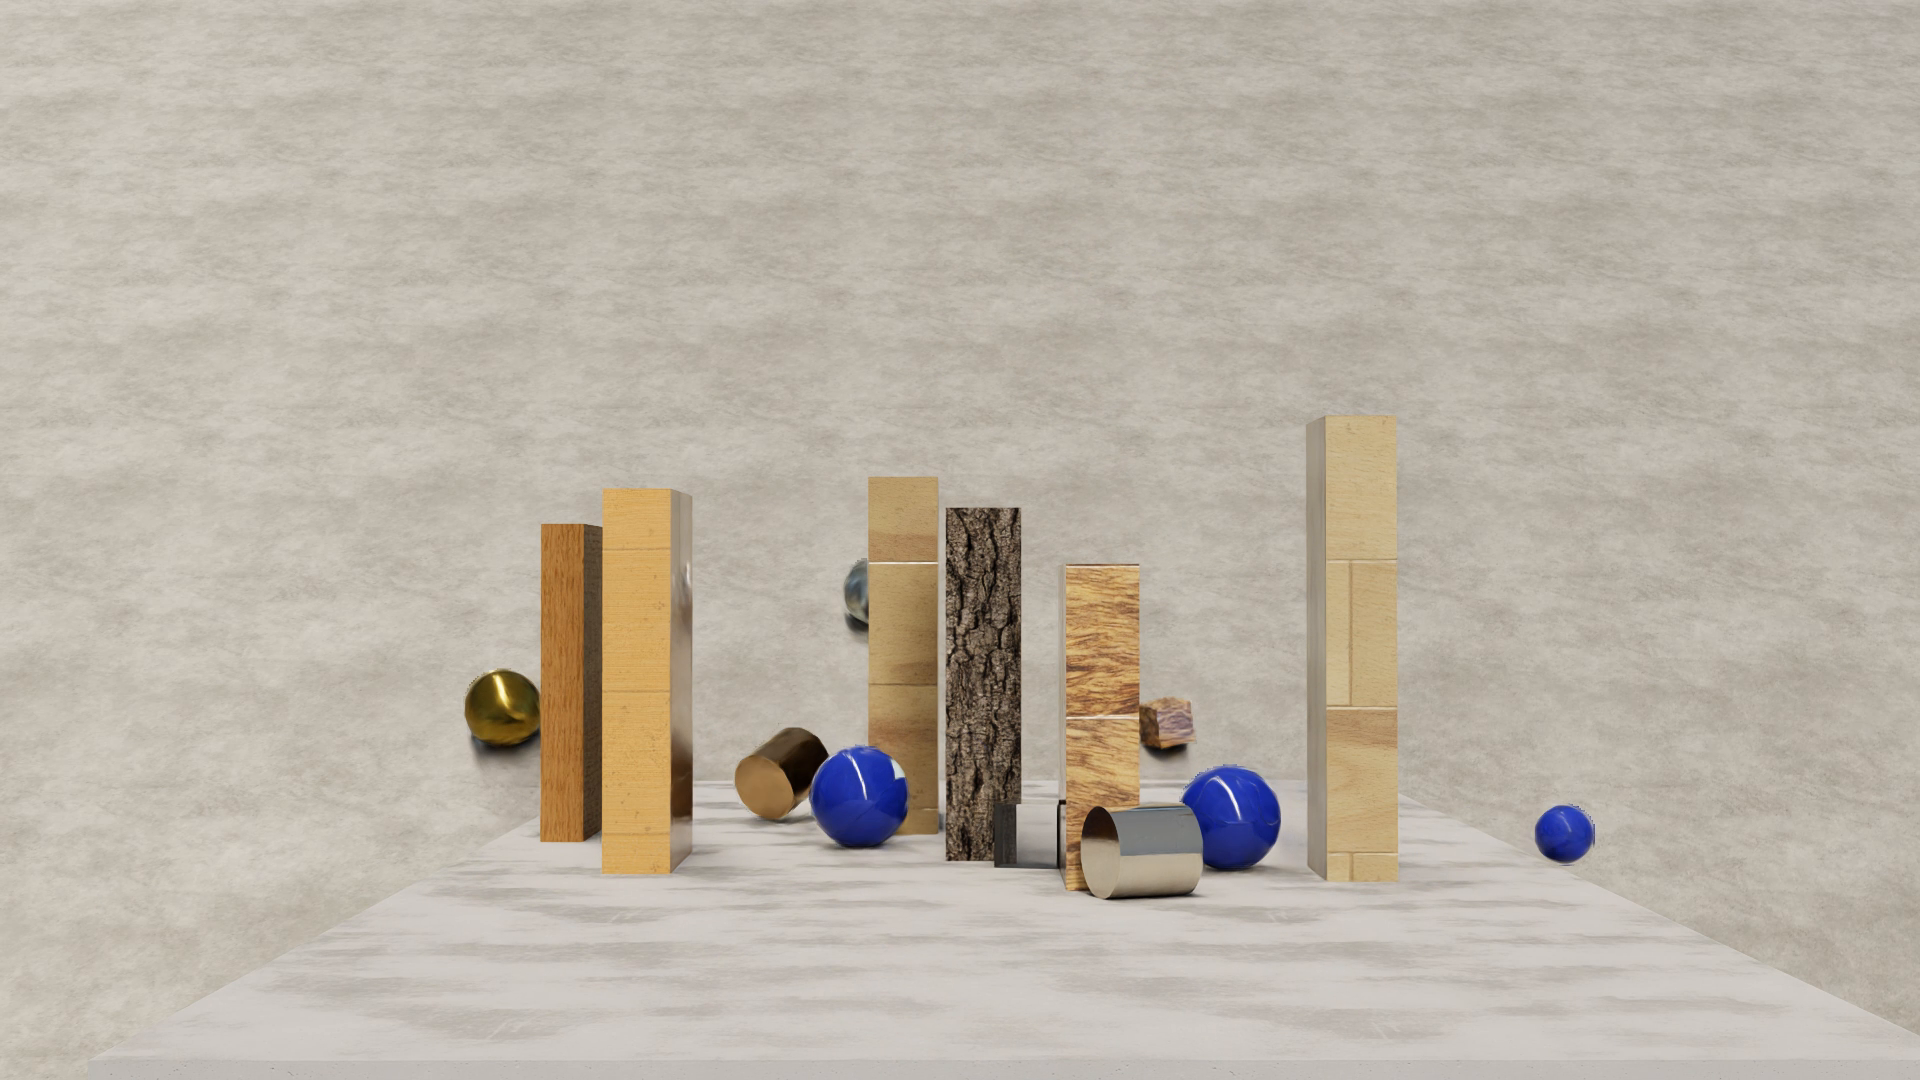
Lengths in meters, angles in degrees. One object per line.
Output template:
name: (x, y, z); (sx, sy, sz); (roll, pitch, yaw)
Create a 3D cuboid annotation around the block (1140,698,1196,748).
block: (0.553, 0.491, 6.975); (0.107, 0.107, 0.107); (-11, 9, -25)

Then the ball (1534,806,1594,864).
ball: (1.125, 0.549, 4.832); (0.108, 0.108, 0.108); (0, 33, 0)

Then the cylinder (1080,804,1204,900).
cylinder: (0.295, 0.505, 4.214); (0.149, 0.149, 0.149); (0, 31, -22)

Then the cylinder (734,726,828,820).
cylinder: (-0.381, 0.501, 5.579); (0.150, 0.150, 0.150); (17, 29, 25)

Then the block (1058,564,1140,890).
block: (0.237, 0.313, 4.470); (0.122, 0.542, 0.342); (0, -1, 0)

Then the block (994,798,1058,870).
block: (0.130, 0.531, 4.690); (0.114, 0.114, 0.114); (0, -1, 13)

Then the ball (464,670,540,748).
ball: (-1.228, 0.455, 6.978); (0.209, 0.209, 0.209); (0, 33, 0)

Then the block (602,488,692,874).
block: (-0.568, 0.251, 4.741); (0.119, 0.676, 0.377); (0, -1, 0)

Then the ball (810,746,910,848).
ball: (-0.194, 0.497, 5.013); (0.195, 0.195, 0.195); (0, 33, 0)

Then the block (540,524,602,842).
block: (-0.787, 0.285, 5.266); (0.084, 0.629, 0.280); (0, -1, 0)

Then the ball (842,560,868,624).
ball: (-0.242, 0.147, 7.468); (0.192, 0.192, 0.192); (0, 33, 0)

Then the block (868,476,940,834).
block: (-0.116, 0.239, 5.480); (0.141, 0.728, 0.409); (0, -1, 0)

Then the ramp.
ramp: (0.073, 0.639, 4.752); (2.000, 0.100, 4.000); (0, -1, 0)

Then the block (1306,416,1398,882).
block: (0.686, 0.187, 4.554); (0.121, 0.797, 0.249); (0, -1, 0)

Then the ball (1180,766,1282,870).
ball: (0.479, 0.494, 4.609); (0.184, 0.184, 0.184); (0, 33, 0)

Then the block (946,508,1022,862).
block: (0.043, 0.268, 4.912); (0.139, 0.649, 0.296); (0, -1, 0)
